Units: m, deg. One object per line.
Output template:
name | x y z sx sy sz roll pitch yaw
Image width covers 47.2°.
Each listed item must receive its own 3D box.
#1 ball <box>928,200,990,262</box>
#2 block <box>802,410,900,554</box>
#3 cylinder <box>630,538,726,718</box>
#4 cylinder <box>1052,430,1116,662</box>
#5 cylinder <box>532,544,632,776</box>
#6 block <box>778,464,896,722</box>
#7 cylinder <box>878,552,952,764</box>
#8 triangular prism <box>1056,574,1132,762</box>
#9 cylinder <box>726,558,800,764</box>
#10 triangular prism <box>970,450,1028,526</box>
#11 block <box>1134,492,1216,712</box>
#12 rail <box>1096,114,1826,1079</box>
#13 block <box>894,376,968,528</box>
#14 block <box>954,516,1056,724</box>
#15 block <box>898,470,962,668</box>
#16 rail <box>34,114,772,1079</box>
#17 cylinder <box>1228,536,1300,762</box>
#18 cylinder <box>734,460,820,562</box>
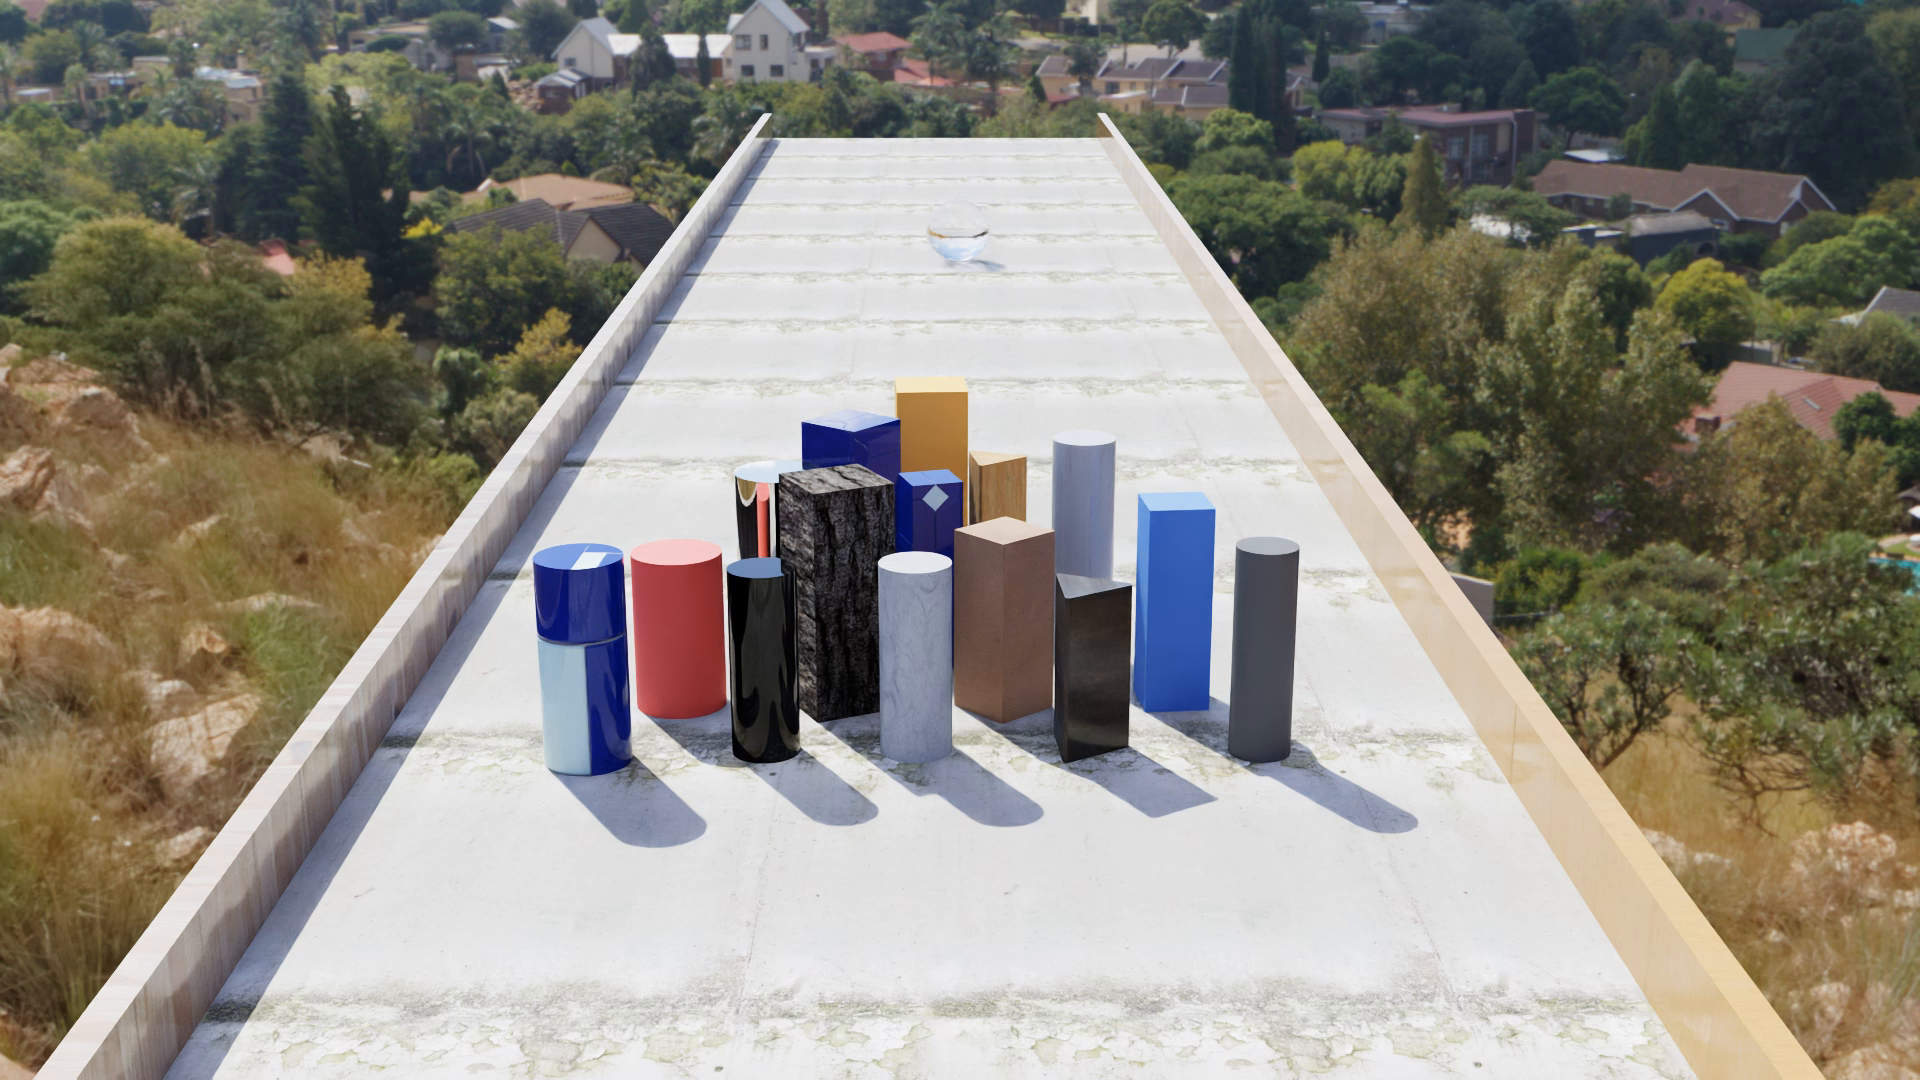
ball | -0.006 -1.275 9.064 0.256 0.256 0.256 0 17 0
block | -0.225 -0.040 4.600 0.145 0.433 0.145 13 21 37
cylinder | -0.529 0.166 4.142 0.170 0.301 0.170 0 17 0
cylinder | 0.244 0.017 4.375 0.125 0.453 0.125 0 17 0
cylinder | -0.661 0.209 3.859 0.156 0.379 0.156 0 17 0
block | -0.229 0.098 4.125 0.162 0.441 0.162 -8 18 -26
cylinder | -0.079 0.208 3.908 0.130 0.353 0.130 0 17 0
triangular prism | 0.210 0.222 3.942 0.144 0.307 0.125 -11 20 -33
cylinder | -0.348 0.213 3.905 0.123 0.344 0.123 0 17 0
triangular prism | 0.057 -0.012 4.662 0.127 0.345 0.110 -13 21 -37
block | 0.403 0.116 4.144 0.123 0.394 0.123 -2 17 -5
rail | 0.932 -0.844 7.801 0.050 0.150 12.000 0 17 -1
block | -0.063 -0.123 4.850 0.153 0.450 0.153 -1 17 -3
block | 0.082 0.148 4.118 0.132 0.348 0.132 -15 22 -40
block | -0.058 0.060 4.356 0.102 0.381 0.102 -5 17 -17
rail | -1.118 -0.838 7.780 0.050 0.150 12.000 0 17 -1
cylinder | 0.538 0.194 3.896 0.111 0.386 0.111 0 17 0
cylinder | -0.358 0.047 4.397 0.176 0.382 0.176 0 17 0
